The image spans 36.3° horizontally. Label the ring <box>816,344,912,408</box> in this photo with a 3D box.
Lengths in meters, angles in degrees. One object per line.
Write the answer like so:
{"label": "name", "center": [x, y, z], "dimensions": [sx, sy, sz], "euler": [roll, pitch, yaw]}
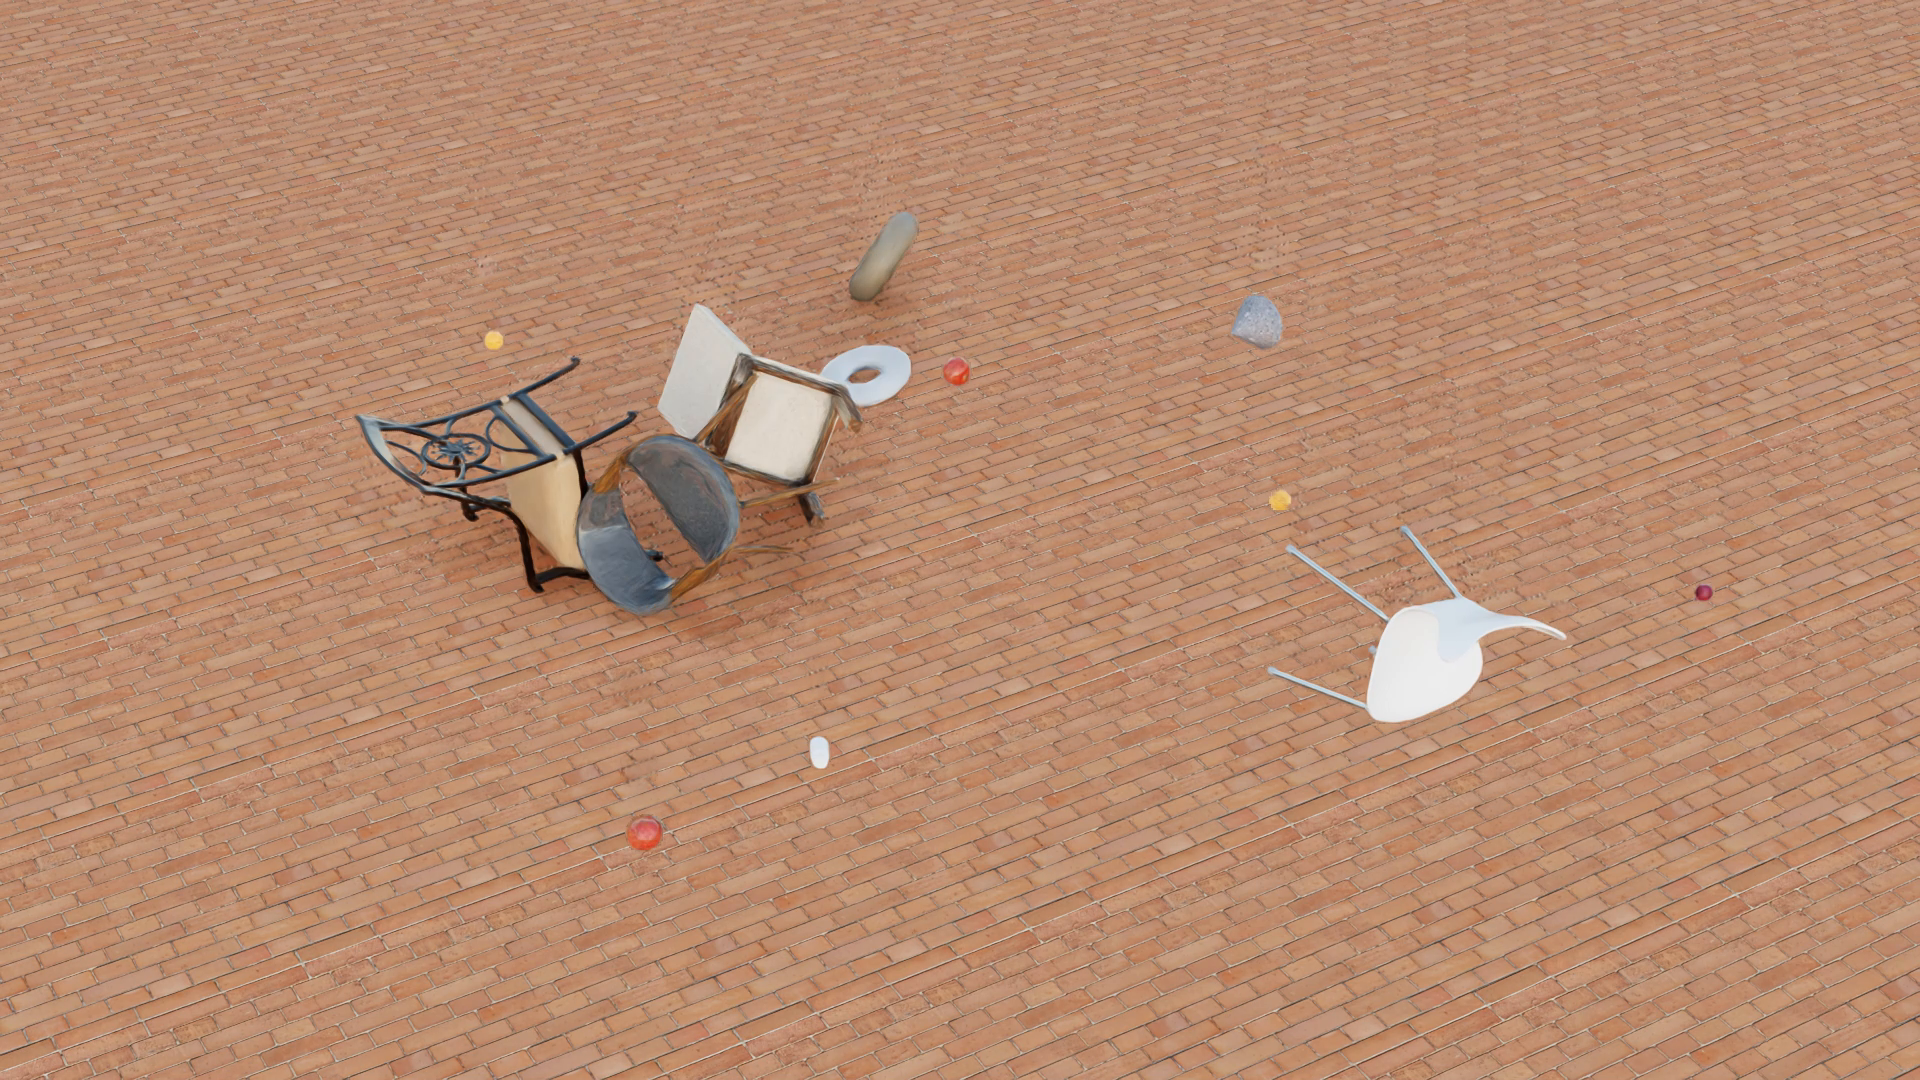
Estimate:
{"label": "ring", "center": [-0.386, -0.660, 11.834], "dimensions": [0.411, 0.075, 0.354], "euler": [-34, 46, -26]}

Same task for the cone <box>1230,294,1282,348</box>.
{"label": "cone", "center": [1.038, -0.772, 10.660], "dimensions": [0.166, 0.205, 0.207], "euler": [-23, 28, -38]}

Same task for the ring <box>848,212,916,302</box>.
{"label": "ring", "center": [-0.327, -1.198, 12.425], "dimensions": [0.129, 0.433, 0.402], "euler": [33, -4, -7]}
